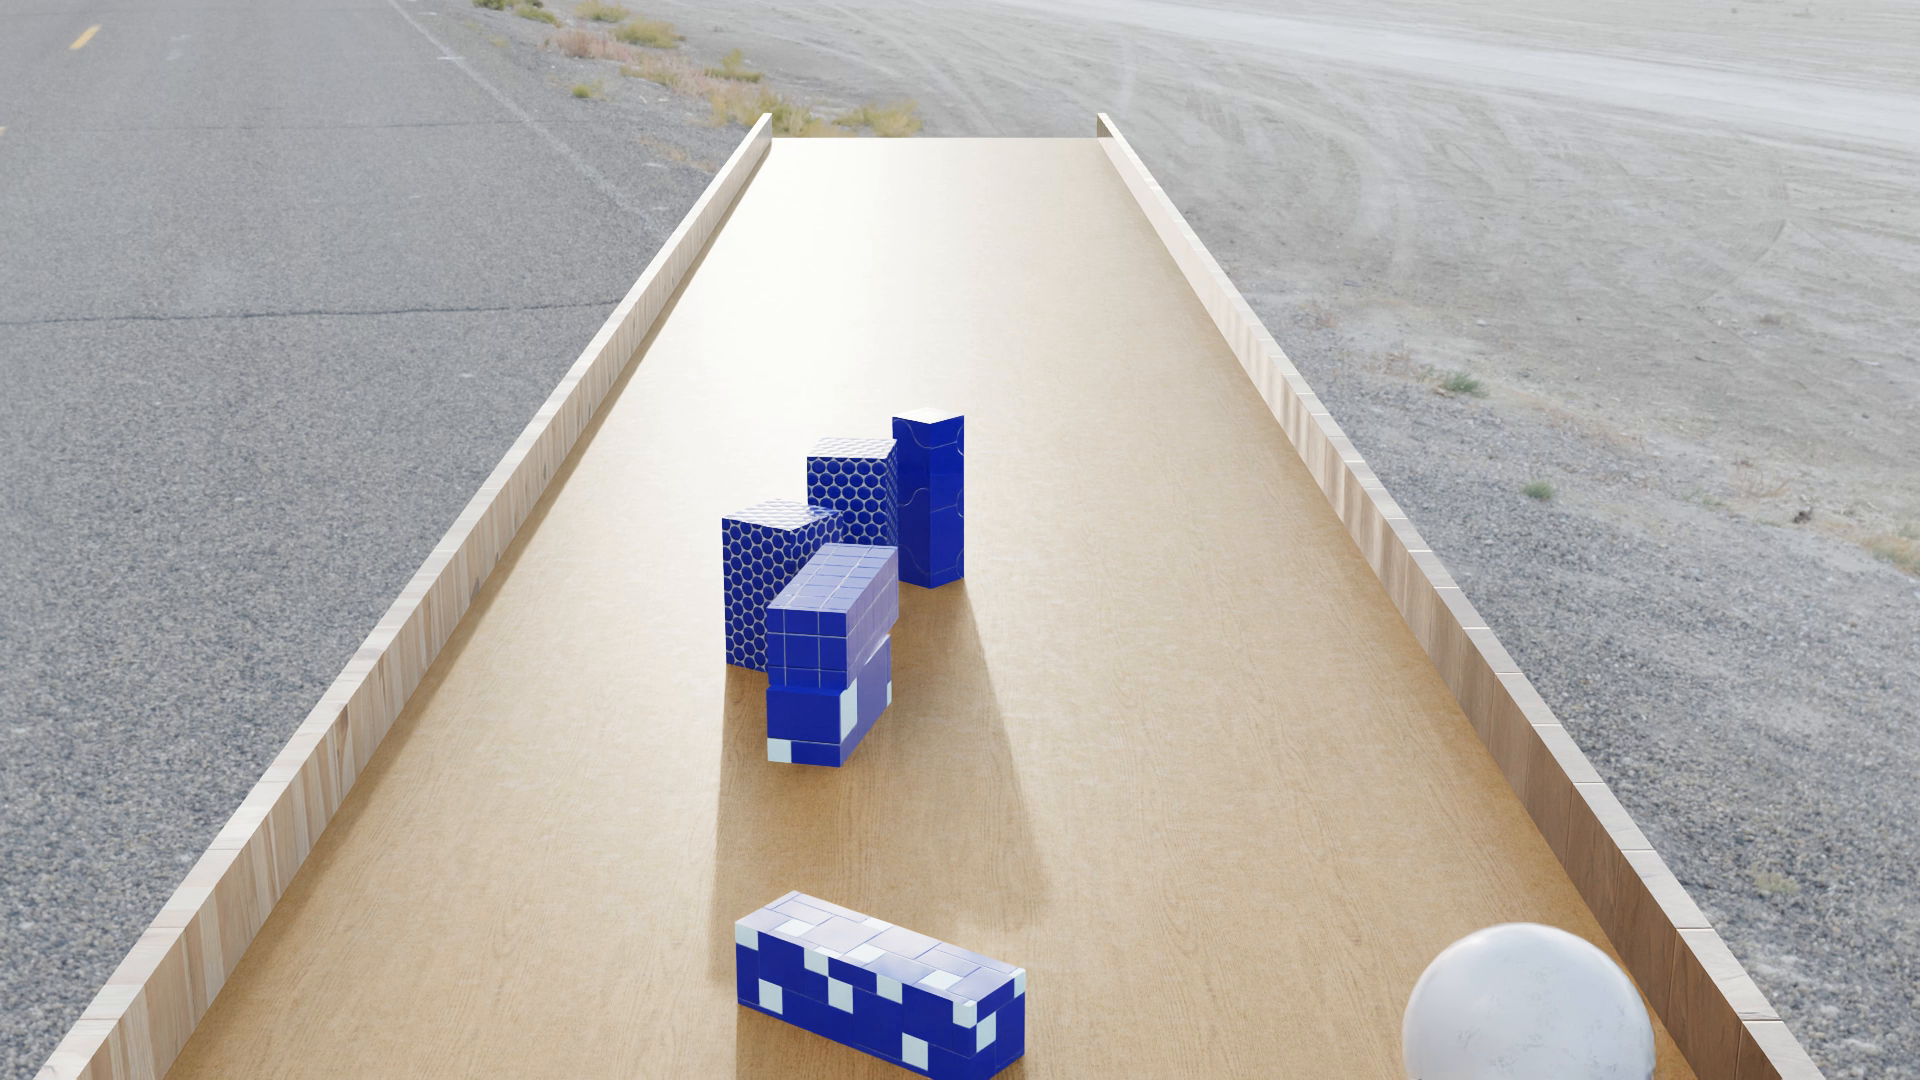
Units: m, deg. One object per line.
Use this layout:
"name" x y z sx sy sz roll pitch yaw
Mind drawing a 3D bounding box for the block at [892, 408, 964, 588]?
"block" -0.070 -0.094 4.884 0.113 0.376 0.113 14 22 39

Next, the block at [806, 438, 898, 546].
"block" -0.224 -0.017 4.640 0.164 0.367 0.164 2 17 7

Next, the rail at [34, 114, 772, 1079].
"rail" -1.118 -0.838 7.780 0.050 0.150 12.000 0 17 -1

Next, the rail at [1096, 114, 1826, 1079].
"rail" 0.932 -0.844 7.801 0.050 0.150 12.000 0 17 -1

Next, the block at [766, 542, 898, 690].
"block" -0.229 0.135 4.054 0.143 0.143 0.408 3 17 11

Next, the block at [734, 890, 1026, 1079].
"block" -0.112 0.605 2.975 0.401 0.124 0.124 12 20 35

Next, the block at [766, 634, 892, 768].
"block" -0.236 0.286 4.032 0.134 0.134 0.339 4 17 13

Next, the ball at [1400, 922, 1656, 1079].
"ball" 0.682 0.612 2.647 0.298 0.298 0.298 0 17 0

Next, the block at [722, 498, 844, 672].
"block" -0.350 0.094 4.378 0.170 0.303 0.170 11 20 32
